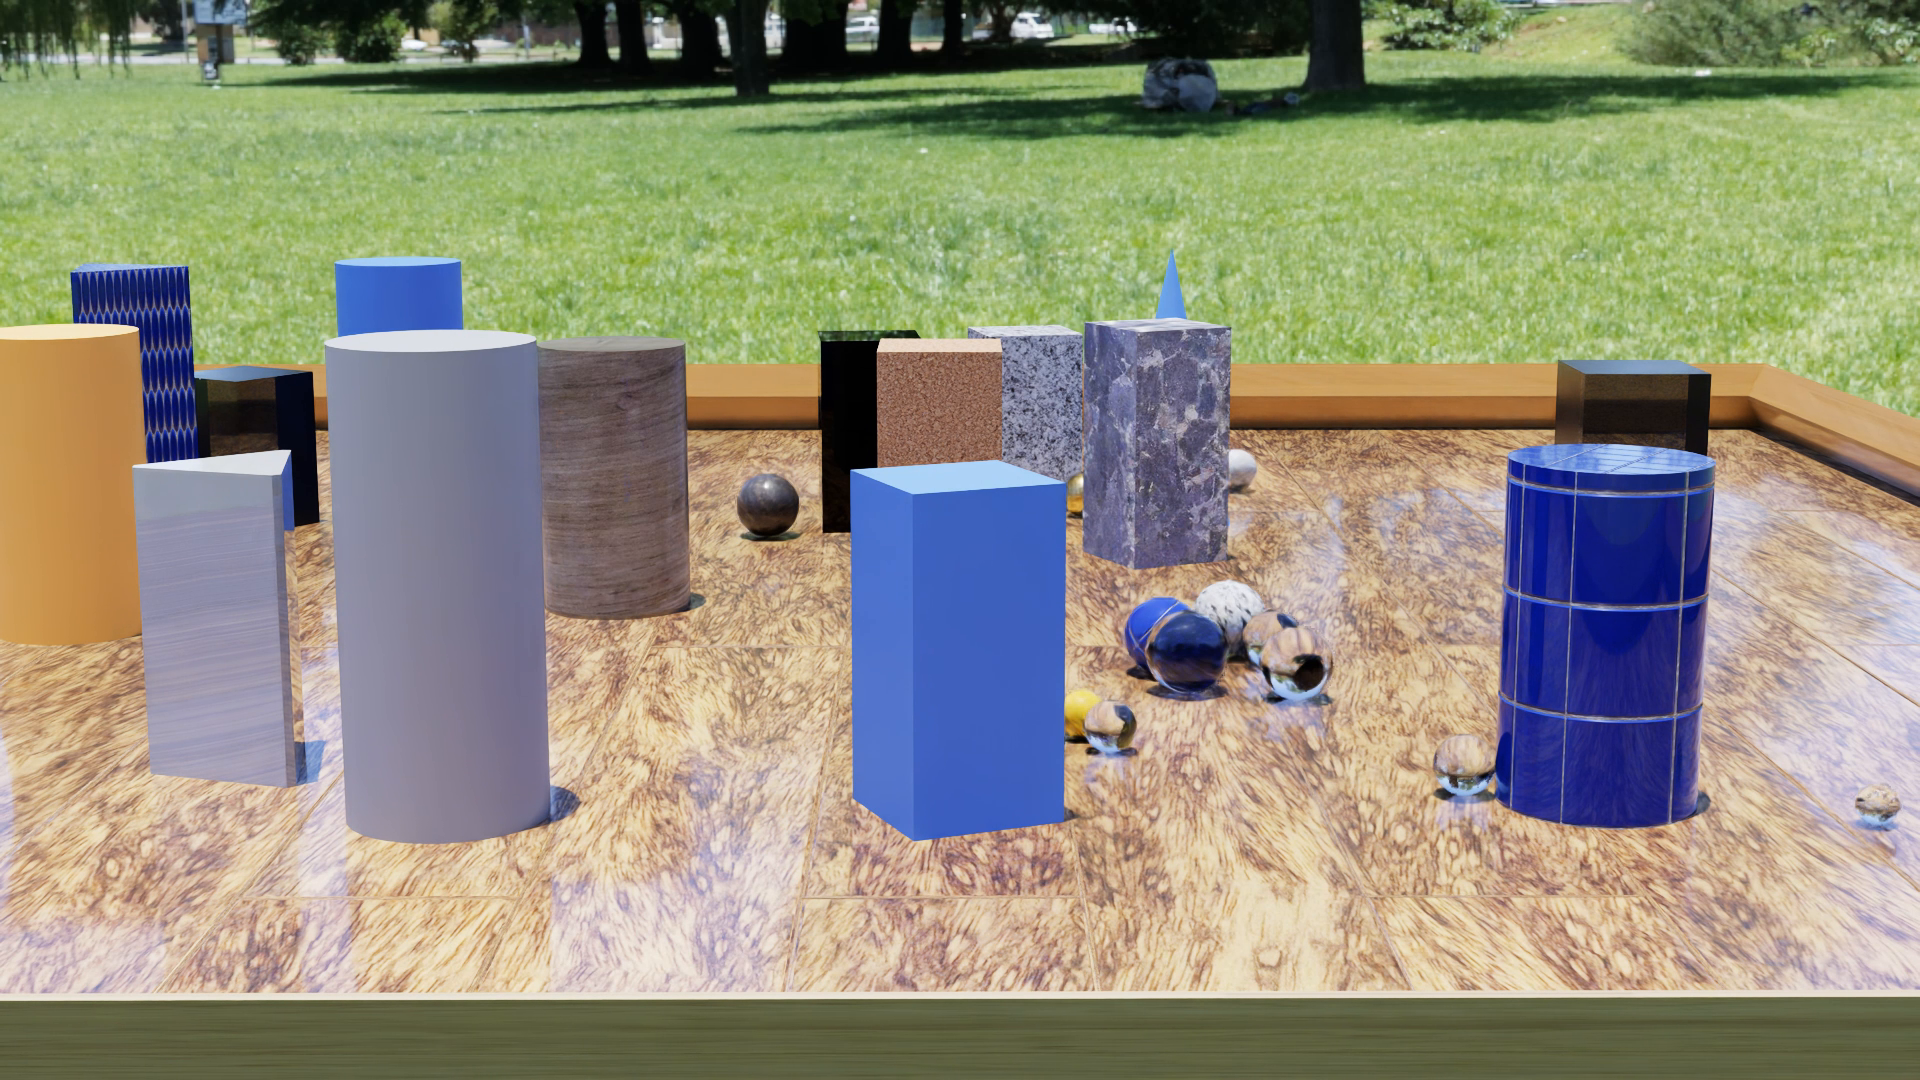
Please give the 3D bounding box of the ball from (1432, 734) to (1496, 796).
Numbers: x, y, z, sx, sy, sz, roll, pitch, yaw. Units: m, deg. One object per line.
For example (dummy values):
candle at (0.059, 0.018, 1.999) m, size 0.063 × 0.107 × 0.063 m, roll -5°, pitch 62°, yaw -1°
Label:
ball at (0.508, 0.227, 2.589) m, size 0.063 × 0.063 × 0.063 m, roll 0°, pitch 10°, yaw 0°

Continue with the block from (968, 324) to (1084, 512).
block at (0.107, -0.203, 4.278) m, size 0.159 × 0.293 × 0.159 m, roll -2°, pitch 11°, yaw -12°

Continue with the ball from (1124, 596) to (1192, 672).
ball at (0.246, 0.116, 3.105) m, size 0.094 × 0.094 × 0.094 m, roll 0°, pitch 10°, yaw 0°

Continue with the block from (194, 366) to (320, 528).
block at (-1.144, -0.145, 4.100) m, size 0.159 × 0.244 × 0.159 m, roll 7°, pitch 12°, yaw 32°

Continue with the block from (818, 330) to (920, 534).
block at (-0.145, -0.176, 4.103) m, size 0.159 × 0.303 × 0.159 m, roll -1°, pitch 11°, yaw -5°

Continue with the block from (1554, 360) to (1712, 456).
block at (0.869, -0.055, 3.344) m, size 0.159 × 0.343 × 0.159 m, roll 0°, pitch 10°, yaw 1°

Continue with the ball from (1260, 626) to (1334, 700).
ball at (0.391, 0.143, 2.978) m, size 0.086 × 0.086 × 0.086 m, roll 0°, pitch 10°, yaw 0°

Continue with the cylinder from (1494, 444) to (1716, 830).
cylinder at (0.637, 0.091, 2.543) m, size 0.198 × 0.347 × 0.198 m, roll 0°, pitch 10°, yaw 0°

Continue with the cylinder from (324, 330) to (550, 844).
cylinder at (-0.504, 0.040, 2.486) m, size 0.198 × 0.468 × 0.198 m, roll 0°, pitch 10°, yaw 0°

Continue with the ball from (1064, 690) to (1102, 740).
ball at (0.134, 0.191, 2.808) m, size 0.054 × 0.054 × 0.054 m, roll 0°, pitch 10°, yaw 0°

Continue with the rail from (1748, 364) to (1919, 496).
rail at (1.623, 0.031, 3.458) m, size 0.045 × 0.129 × 3.589 m, roll 0°, pitch 10°, yaw 0°

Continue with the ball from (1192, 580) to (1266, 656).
ball at (0.336, 0.097, 3.202) m, size 0.094 × 0.094 × 0.094 m, roll 0°, pitch 10°, yaw 0°

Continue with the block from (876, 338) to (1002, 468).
block at (-0.026, -0.071, 3.360) m, size 0.159 × 0.369 × 0.159 m, roll 0°, pitch 10°, yaw 0°

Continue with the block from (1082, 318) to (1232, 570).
block at (0.292, -0.147, 3.825) m, size 0.159 × 0.348 × 0.159 m, roll -5°, pitch 12°, yaw -25°

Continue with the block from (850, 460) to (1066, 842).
block at (-0.003, 0.103, 2.511) m, size 0.159 × 0.335 × 0.159 m, roll -5°, pitch 11°, yaw -23°

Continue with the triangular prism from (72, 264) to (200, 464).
triangular prism at (-1.220, -0.175, 3.720) m, size 0.172 × 0.442 × 0.149 m, roll -9°, pitch 14°, yaw -41°

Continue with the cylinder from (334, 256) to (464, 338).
cylinder at (-0.903, -0.243, 4.159) m, size 0.198 × 0.416 × 0.198 m, roll 0°, pitch 10°, yaw 0°

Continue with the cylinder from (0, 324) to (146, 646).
cylinder at (-1.156, -0.076, 3.324) m, size 0.198 × 0.390 × 0.198 m, roll 0°, pitch 10°, yaw 0°

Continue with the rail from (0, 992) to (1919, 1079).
rail at (0.010, 0.355, 1.707) m, size 3.293 × 0.129 × 0.045 m, roll 0°, pitch 10°, yaw 0°

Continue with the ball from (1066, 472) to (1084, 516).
ball at (0.203, -0.074, 4.188) m, size 0.072 × 0.072 × 0.072 m, roll 0°, pitch 10°, yaw 0°

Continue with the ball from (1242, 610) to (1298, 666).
ball at (0.381, 0.121, 3.136) m, size 0.071 × 0.071 × 0.071 m, roll 0°, pitch 10°, yaw 0°

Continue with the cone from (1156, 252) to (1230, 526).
cone at (0.335, -0.245, 4.094) m, size 0.198 × 0.443 × 0.198 m, roll 0°, pitch 10°, yaw 0°

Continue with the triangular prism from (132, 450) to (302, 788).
triangular prism at (-0.740, 0.076, 2.689) m, size 0.172 × 0.323 × 0.149 m, roll 4°, pitch 11°, yaw 19°

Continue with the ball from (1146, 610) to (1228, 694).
ball at (0.266, 0.131, 3.012) m, size 0.097 × 0.097 × 0.097 m, roll 0°, pitch 10°, yaw 0°

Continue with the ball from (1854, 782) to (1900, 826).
ball at (0.890, 0.256, 2.488) m, size 0.042 × 0.042 × 0.042 m, roll 0°, pitch 10°, yaw 0°

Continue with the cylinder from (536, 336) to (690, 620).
cylinder at (-0.468, -0.087, 3.474) m, size 0.198 × 0.359 × 0.198 m, roll 0°, pitch 10°, yaw 0°

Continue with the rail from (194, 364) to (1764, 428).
rail at (-0.010, -0.289, 5.190) m, size 3.293 × 0.129 × 0.045 m, roll 0°, pitch 10°, yaw 0°

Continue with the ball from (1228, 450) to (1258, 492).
ball at (0.478, -0.121, 4.440) m, size 0.073 × 0.073 × 0.073 m, roll 0°, pitch 10°, yaw 0°

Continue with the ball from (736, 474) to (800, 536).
ball at (-0.301, -0.055, 4.010) m, size 0.099 × 0.099 × 0.099 m, roll 0°, pitch 10°, yaw 0°

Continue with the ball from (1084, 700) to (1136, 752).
ball at (0.161, 0.200, 2.751) m, size 0.057 × 0.057 × 0.057 m, roll 0°, pitch 10°, yaw 0°
